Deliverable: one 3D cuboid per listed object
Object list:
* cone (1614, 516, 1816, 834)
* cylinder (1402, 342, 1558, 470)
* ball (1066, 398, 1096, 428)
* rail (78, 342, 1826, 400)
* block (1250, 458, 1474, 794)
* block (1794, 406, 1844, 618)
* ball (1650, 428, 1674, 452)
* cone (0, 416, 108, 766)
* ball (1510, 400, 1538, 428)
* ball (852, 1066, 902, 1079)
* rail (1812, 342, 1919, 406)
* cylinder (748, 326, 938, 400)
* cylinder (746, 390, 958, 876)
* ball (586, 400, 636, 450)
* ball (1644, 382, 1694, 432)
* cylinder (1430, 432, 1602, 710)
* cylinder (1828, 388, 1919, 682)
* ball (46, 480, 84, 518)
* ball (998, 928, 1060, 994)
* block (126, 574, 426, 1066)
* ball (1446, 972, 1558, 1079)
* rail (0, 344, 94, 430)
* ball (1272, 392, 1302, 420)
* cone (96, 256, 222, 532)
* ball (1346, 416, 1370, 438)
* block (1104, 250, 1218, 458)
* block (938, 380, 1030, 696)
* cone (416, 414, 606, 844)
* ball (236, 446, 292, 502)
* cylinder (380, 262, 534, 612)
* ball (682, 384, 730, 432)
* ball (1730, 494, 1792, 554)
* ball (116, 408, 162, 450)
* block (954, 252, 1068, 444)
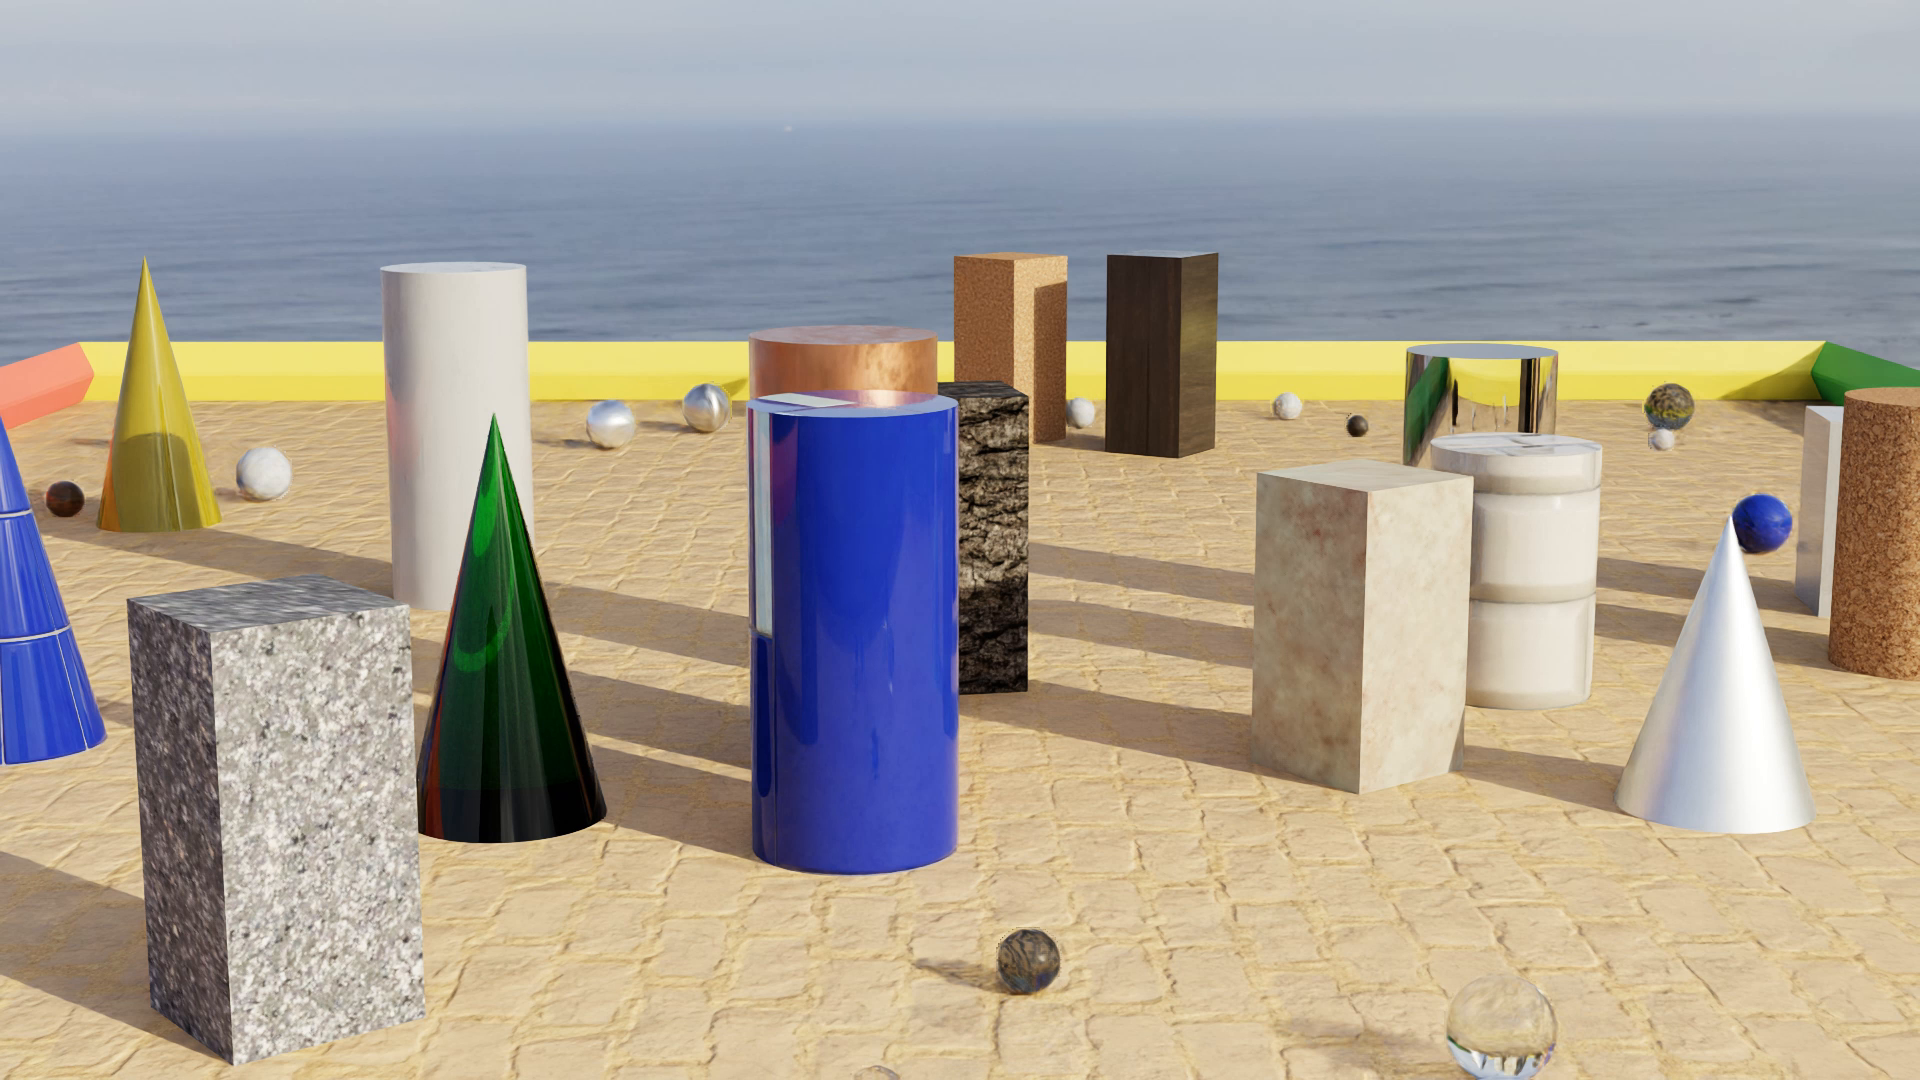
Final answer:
[{"bbox_3d":[0.751,0.119,2.529,0.195,0.295,0.195,0,11,0],"label":"cone"},{"bbox_3d":[0.677,-0.069,3.361,0.195,0.360,0.195,0,11,0],"label":"cylinder"},{"bbox_3d":[0.242,-0.257,5.187,0.063,0.063,0.063,0,11,0],"label":"ball"},{"bbox_3d":[-0.013,-0.367,5.600,3.824,0.127,0.045,0,11,0],"label":"rail"},{"bbox_3d":[0.417,0.085,2.670,0.156,0.310,0.156,-8,13,-37],"label":"block"},{"bbox_3d":[1.231,-0.039,3.467,0.156,0.263,0.156,1,11,6],"label":"block"},{"bbox_3d":[1.337,-0.191,4.883,0.044,0.044,0.044,0,11,0],"label":"ball"},{"bbox_3d":[-1.028,0.024,2.751,0.195,0.399,0.195,0,11,0],"label":"cone"},{"bbox_3d":[1.141,-0.254,5.197,0.055,0.055,0.055,0,11,0],"label":"ball"},{"bbox_3d":[-0.058,0.386,1.778,0.043,0.043,0.043,0,11,0],"label":"ball"},{"bbox_3d":[1.888,0.031,3.460,0.045,0.127,4.422,0,11,0],"label":"rail"},{"bbox_3d":[-0.120,0.010,2.685,0.195,0.452,0.195,0,11,0],"label":"cylinder"},{"bbox_3d":[-0.099,0.081,2.387,0.195,0.420,0.195,0,11,0],"label":"cylinder"},{"bbox_3d":[-0.669,-0.221,4.906,0.095,0.095,0.095,0,11,0],"label":"ball"},{"bbox_3d":[1.424,-0.267,5.147,0.097,0.097,0.097,0,11,0],"label":"ball"},{"bbox_3d":[0.644,0.033,2.997,0.195,0.293,0.195,0,11,0],"label":"cylinder"},{"bbox_3d":[1.171,-0.010,3.128,0.195,0.330,0.195,0,11,0],"label":"cylinder"},{"bbox_3d":[-1.454,-0.066,4.169,0.060,0.060,0.060,0,11,0],"label":"ball"},{"bbox_3d":[0.055,0.334,2.038,0.051,0.051,0.051,0,11,0],"label":"ball"},{"bbox_3d":[-0.523,0.207,1.967,0.156,0.327,0.156,-8,13,-38],"label":"block"},{"bbox_3d":[0.391,0.353,1.854,0.080,0.080,0.080,0,11,0],"label":"ball"},{"bbox_3d":[-1.888,0.035,3.438,0.045,0.127,4.422,0,11,0],"label":"rail"},{"bbox_3d":[0.676,-0.276,5.300,0.060,0.060,0.060,0,11,0],"label":"ball"},{"bbox_3d":[-1.289,-0.240,4.094,0.195,0.429,0.195,0,11,0],"label":"cone"},{"bbox_3d":[0.785,-0.224,5.063,0.044,0.044,0.044,0,11,0],"label":"ball"},{"bbox_3d":[0.383,-0.356,4.867,0.156,0.375,0.156,6,12,31],"label":"block"},{"bbox_3d":[-0.012,-0.004,3.044,0.156,0.349,0.156,-2,11,-11],"label":"block"},{"bbox_3d":[-0.446,0.073,2.488,0.195,0.401,0.195,0,11,0],"label":"cone"},{"bbox_3d":[-1.173,-0.111,4.324,0.092,0.092,0.092,0,11,0],"label":"ball"},{"bbox_3d":[-0.686,-0.145,3.514,0.195,0.455,0.195,0,11,0],"label":"cylinder"},{"bbox_3d":[-0.508,-0.265,5.137,0.097,0.097,0.097,0,11,0],"label":"ball"},{"bbox_3d":[1.205,-0.025,3.860,0.091,0.091,0.091,0,11,0],"label":"ball"},{"bbox_3d":[-1.570,-0.214,4.906,0.081,0.081,0.081,0,11,0],"label":"ball"},{"bbox_3d":[0.098,-0.375,5.014,0.156,0.359,0.156,10,14,42],"label":"block"}]
